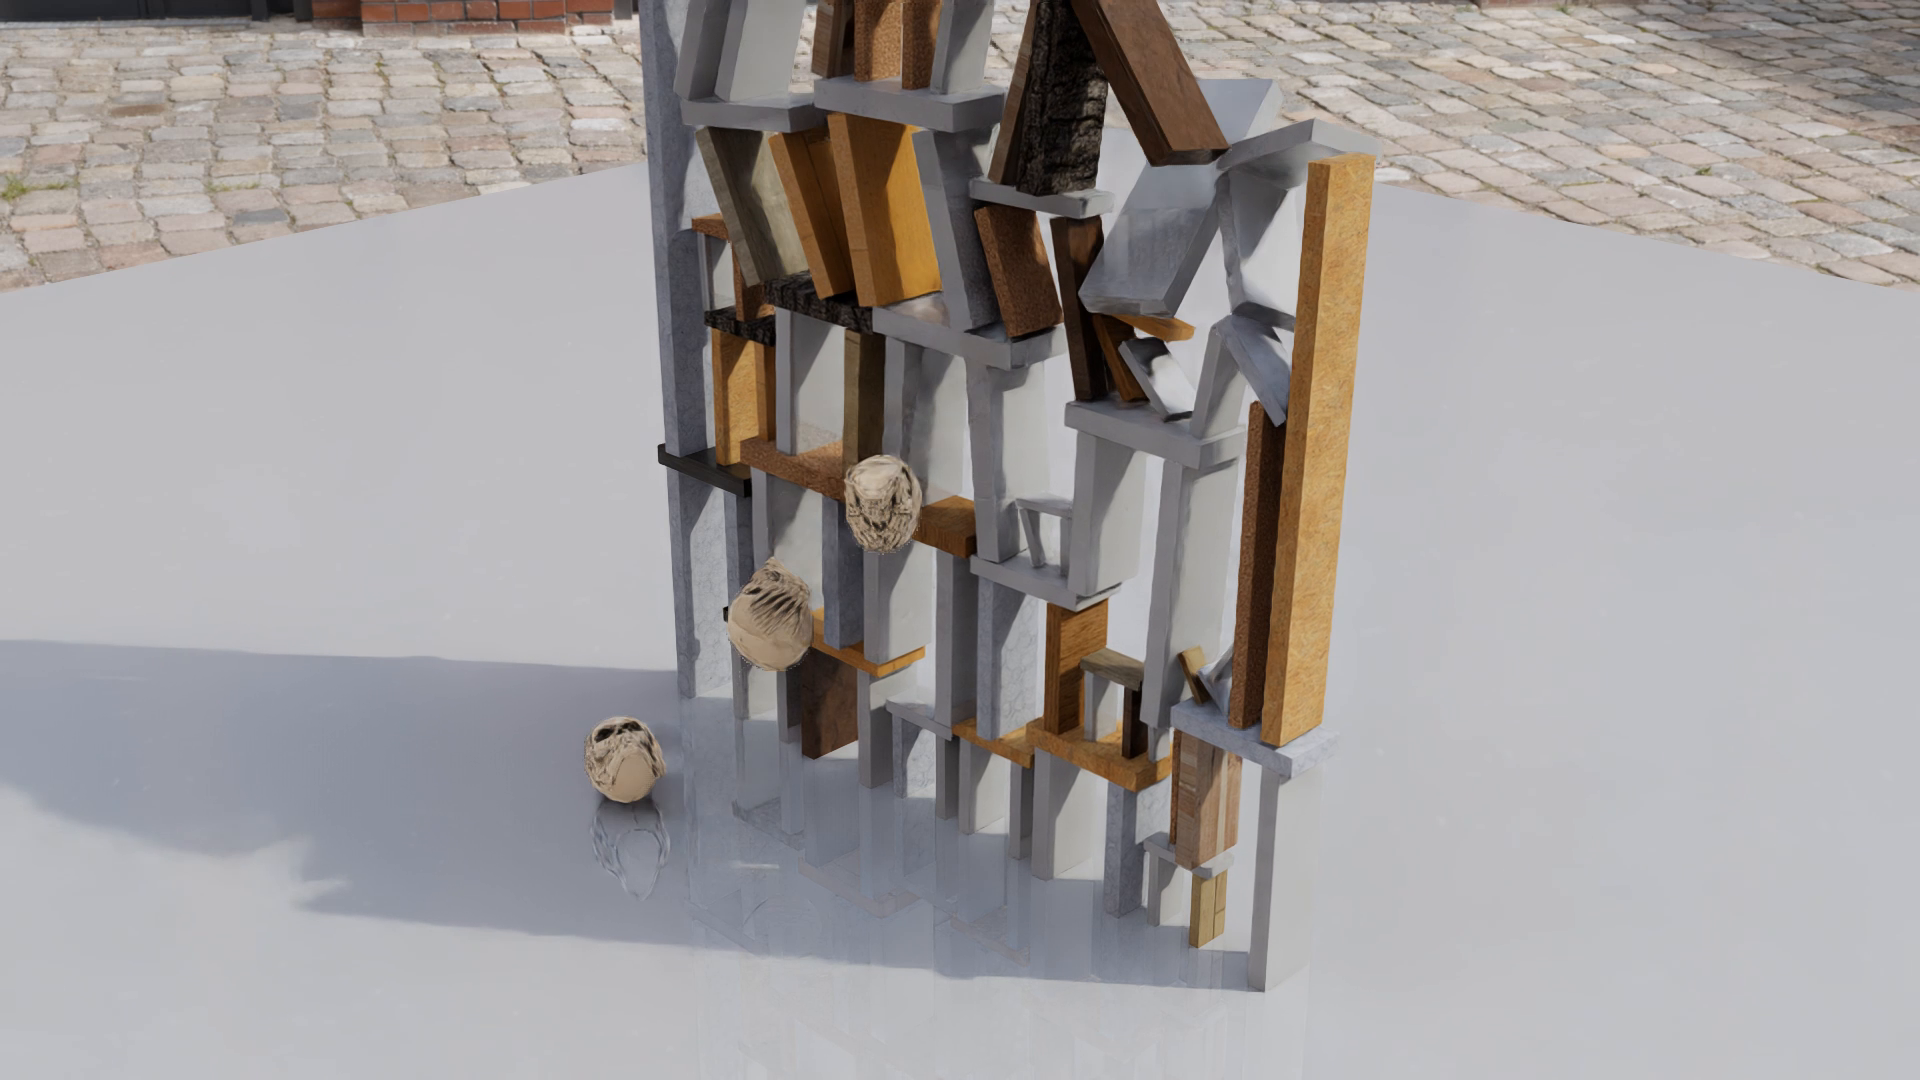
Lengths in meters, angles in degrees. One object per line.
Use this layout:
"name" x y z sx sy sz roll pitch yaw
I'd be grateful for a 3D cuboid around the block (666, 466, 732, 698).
"block" -0.567 0.078 4.876 0.041 0.547 0.145 21 31 41

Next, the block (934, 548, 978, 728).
"block" 0.019 0.171 4.279 0.042 0.367 0.149 20 29 38

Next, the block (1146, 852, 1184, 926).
"block" 0.382 0.634 4.074 0.021 0.151 0.076 21 31 41

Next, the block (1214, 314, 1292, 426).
"block" 0.503 -0.288 3.610 0.098 0.196 0.028 -26 -6 -46

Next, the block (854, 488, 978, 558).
"block" -0.048 -0.044 4.262 0.299 0.042 0.149 20 29 39

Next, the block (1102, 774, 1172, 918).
"block" 0.331 0.554 4.101 0.137 0.275 0.039 -20 30 -41

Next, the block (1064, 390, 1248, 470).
"block" 0.346 -0.198 3.824 0.304 0.043 0.152 21 28 40

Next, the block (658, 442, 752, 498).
"block" -0.499 -0.165 4.698 0.290 0.041 0.145 21 31 41

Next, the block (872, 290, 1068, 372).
"block" 0.022 -0.392 4.067 0.348 0.049 0.174 20 29 39

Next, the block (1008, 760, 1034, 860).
"block" 0.144 0.510 4.292 0.104 0.208 0.029 -20 30 -41

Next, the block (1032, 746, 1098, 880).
"block" 0.202 0.503 4.221 0.039 0.275 0.137 21 30 41

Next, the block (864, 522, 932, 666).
"block" -0.123 0.087 4.392 0.042 0.299 0.149 22 31 40

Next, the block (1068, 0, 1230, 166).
"block" 0.310 -0.787 3.659 0.049 0.347 0.174 -33 -12 39

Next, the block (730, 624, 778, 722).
"block" -0.447 0.274 4.826 0.032 0.225 0.112 21 31 41

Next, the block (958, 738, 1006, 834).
"block" 0.044 0.473 4.379 0.029 0.208 0.104 20 30 39

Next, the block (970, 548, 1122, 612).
"block" 0.159 0.061 4.099 0.260 0.037 0.130 20 29 39

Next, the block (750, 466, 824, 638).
"block" -0.355 0.005 4.609 0.046 0.376 0.164 22 32 40

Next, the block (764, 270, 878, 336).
"block" -0.220 -0.467 4.275 0.307 0.043 0.153 21 30 39

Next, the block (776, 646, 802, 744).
"block" -0.341 0.316 4.728 0.032 0.225 0.113 21 31 41

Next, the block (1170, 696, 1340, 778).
"block" 0.510 0.329 3.815 0.133 0.038 0.265 -21 30 -41

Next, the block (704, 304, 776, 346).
"block" -0.417 -0.443 4.496 0.207 0.029 0.103 21 31 41

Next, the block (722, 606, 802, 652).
"block" -0.394 0.177 4.727 0.113 0.032 0.225 -21 31 -41

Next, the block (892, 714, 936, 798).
"block" -0.094 0.428 4.512 0.027 0.187 0.094 21 31 41

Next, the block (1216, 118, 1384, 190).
"block" 0.557 -0.634 3.627 0.137 0.039 0.274 12 -6 -26

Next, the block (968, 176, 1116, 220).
"block" 0.143 -0.609 3.884 0.233 0.033 0.117 16 23 31

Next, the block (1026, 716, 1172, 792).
"block" 0.269 0.383 4.102 0.137 0.039 0.275 -20 30 -41

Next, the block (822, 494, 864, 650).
"block" -0.202 0.044 4.455 0.046 0.328 0.164 22 31 40

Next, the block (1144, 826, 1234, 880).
"block" 0.417 0.568 4.007 0.076 0.021 0.151 -21 31 -41

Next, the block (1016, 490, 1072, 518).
"block" 0.165 -0.067 4.047 0.112 0.016 0.056 15 26 32

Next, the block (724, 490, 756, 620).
"block" -0.430 0.014 4.700 0.041 0.290 0.145 21 31 41

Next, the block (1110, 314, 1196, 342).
"block" 0.321 -0.391 3.846 0.165 0.023 0.082 30 24 30

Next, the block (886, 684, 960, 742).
"block" -0.050 0.347 4.430 0.187 0.027 0.094 21 31 41

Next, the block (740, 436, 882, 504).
"block" -0.277 -0.159 4.454 0.328 0.046 0.164 21 31 40

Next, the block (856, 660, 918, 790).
"block" -0.149 0.368 4.550 0.038 0.267 0.134 22 31 40

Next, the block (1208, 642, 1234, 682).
"block" 0.473 0.207 3.810 0.048 0.095 0.014 -8 53 -37

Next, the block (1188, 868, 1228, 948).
"block" 0.453 0.662 4.008 0.076 0.151 0.021 -21 31 -41

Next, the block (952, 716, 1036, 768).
"block" 0.095 0.382 4.289 0.208 0.029 0.104 21 30 40

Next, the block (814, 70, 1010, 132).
"block" -0.078 -0.801 3.990 0.358 0.051 0.179 19 29 41

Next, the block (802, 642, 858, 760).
"block" -0.273 0.320 4.662 0.134 0.267 0.038 -21 33 -41

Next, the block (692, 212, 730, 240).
"block" -0.460 -0.633 4.460 0.081 0.023 0.163 -21 30 -40

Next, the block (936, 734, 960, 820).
"block" -0.006 0.463 4.431 0.027 0.187 0.094 21 31 41

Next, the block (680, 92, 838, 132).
"block" -0.378 -0.835 4.270 0.320 0.045 0.160 14 27 42

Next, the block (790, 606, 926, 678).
"block" -0.213 0.204 4.547 0.267 0.038 0.134 22 31 40

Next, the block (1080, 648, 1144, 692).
"block" 0.296 0.236 4.015 0.140 0.020 0.070 21 30 40
